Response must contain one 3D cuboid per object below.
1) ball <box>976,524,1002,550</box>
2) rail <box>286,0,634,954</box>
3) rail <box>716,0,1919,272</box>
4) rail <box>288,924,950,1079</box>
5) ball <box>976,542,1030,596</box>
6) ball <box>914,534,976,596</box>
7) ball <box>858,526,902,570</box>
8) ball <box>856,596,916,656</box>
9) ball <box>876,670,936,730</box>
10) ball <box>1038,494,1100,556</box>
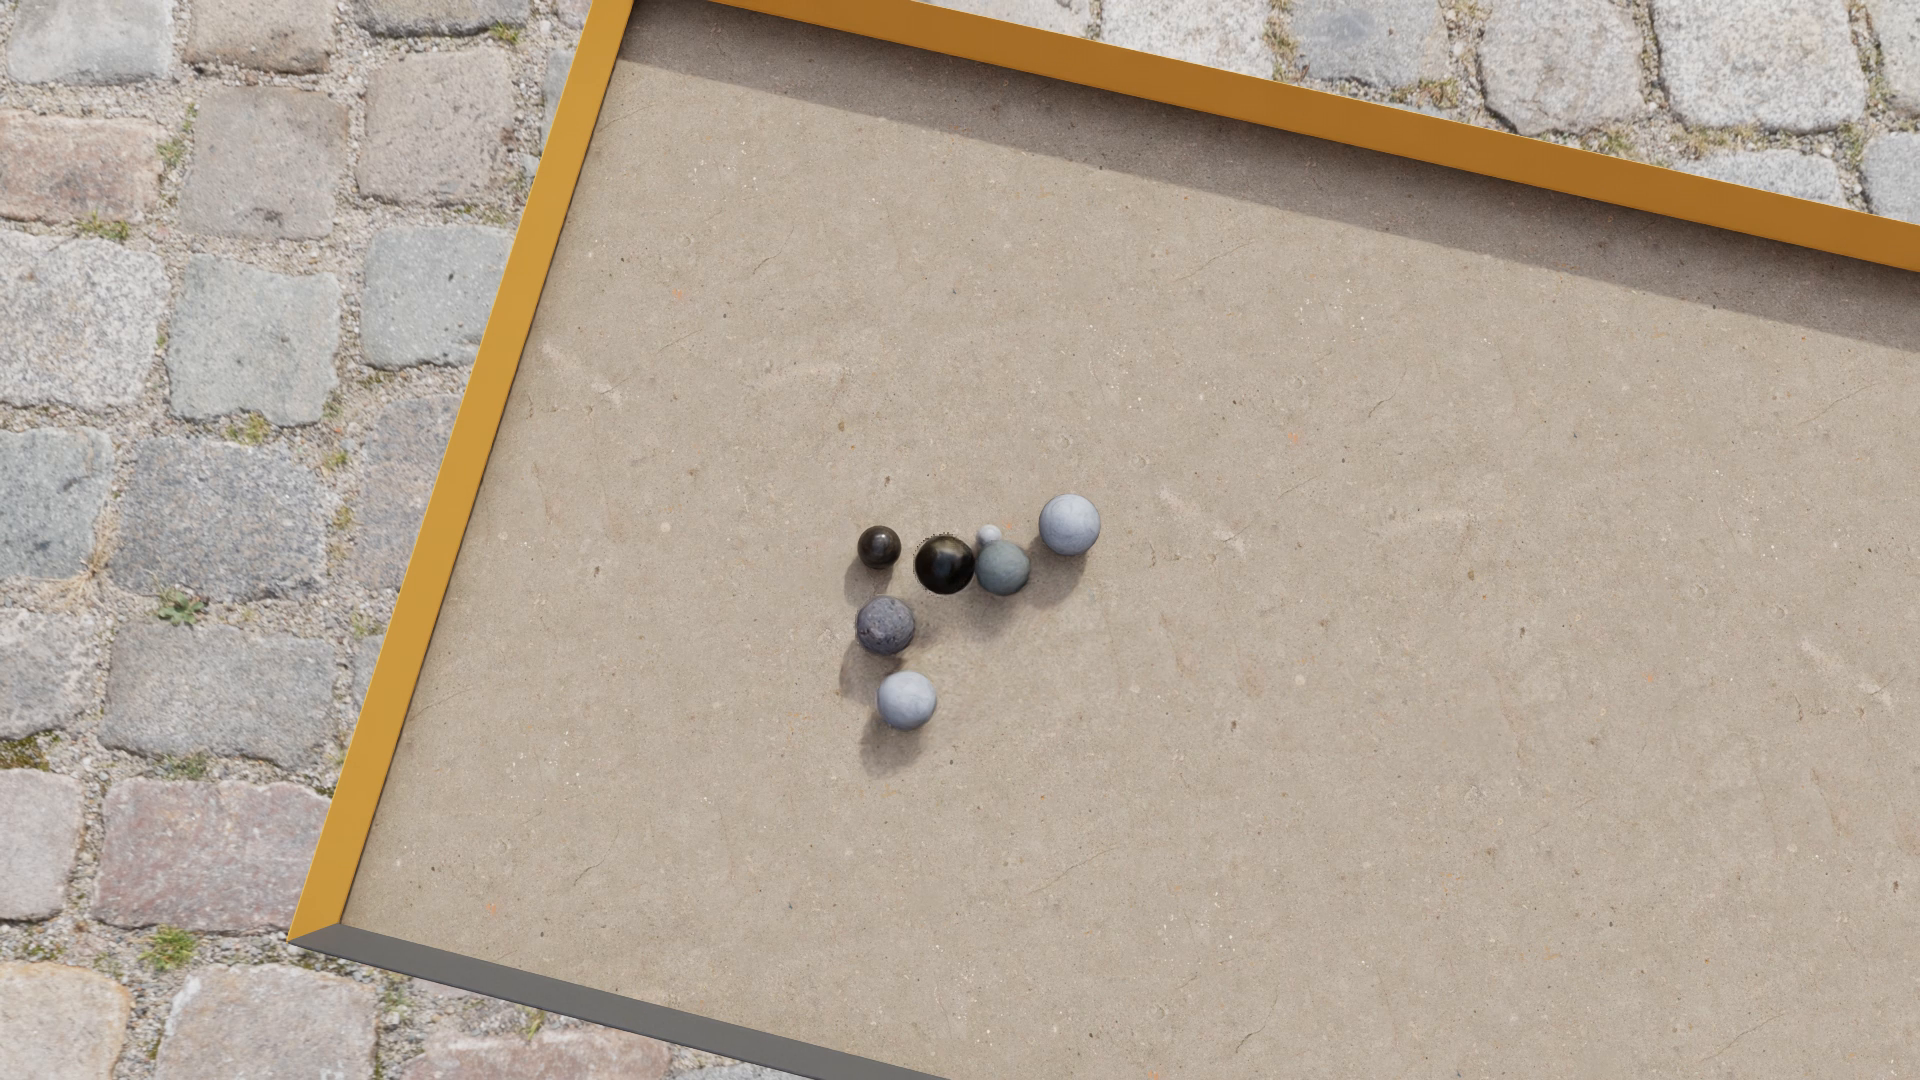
[{"bbox_3d":[0.044,-0.004,3.372,0.041,0.041,0.041,0,75,0],"label":"ball"},{"bbox_3d":[-0.732,-0.181,3.377,0.045,0.124,1.651,13,75,4],"label":"rail"},{"bbox_3d":[0.948,-0.576,3.486,3.110,0.124,0.045,13,75,4],"label":"rail"},{"bbox_3d":[0.562,0.924,3.071,3.110,0.124,0.045,13,75,4],"label":"rail"},{"bbox_3d":[0.065,0.043,3.337,0.084,0.084,0.084,0,75,0],"label":"ball"},{"bbox_3d":[-0.023,0.038,3.334,0.092,0.092,0.092,0,75,0],"label":"ball"},{"bbox_3d":[-0.123,0.012,3.354,0.068,0.068,0.068,0,75,0],"label":"ball"},{"bbox_3d":[-0.112,0.129,3.310,0.090,0.090,0.090,0,75,0],"label":"ball"},{"bbox_3d":[-0.079,0.239,3.279,0.090,0.090,0.090,0,75,0],"label":"ball"},{"bbox_3d":[0.167,-0.024,3.349,0.095,0.095,0.095,0,75,0],"label":"ball"}]
